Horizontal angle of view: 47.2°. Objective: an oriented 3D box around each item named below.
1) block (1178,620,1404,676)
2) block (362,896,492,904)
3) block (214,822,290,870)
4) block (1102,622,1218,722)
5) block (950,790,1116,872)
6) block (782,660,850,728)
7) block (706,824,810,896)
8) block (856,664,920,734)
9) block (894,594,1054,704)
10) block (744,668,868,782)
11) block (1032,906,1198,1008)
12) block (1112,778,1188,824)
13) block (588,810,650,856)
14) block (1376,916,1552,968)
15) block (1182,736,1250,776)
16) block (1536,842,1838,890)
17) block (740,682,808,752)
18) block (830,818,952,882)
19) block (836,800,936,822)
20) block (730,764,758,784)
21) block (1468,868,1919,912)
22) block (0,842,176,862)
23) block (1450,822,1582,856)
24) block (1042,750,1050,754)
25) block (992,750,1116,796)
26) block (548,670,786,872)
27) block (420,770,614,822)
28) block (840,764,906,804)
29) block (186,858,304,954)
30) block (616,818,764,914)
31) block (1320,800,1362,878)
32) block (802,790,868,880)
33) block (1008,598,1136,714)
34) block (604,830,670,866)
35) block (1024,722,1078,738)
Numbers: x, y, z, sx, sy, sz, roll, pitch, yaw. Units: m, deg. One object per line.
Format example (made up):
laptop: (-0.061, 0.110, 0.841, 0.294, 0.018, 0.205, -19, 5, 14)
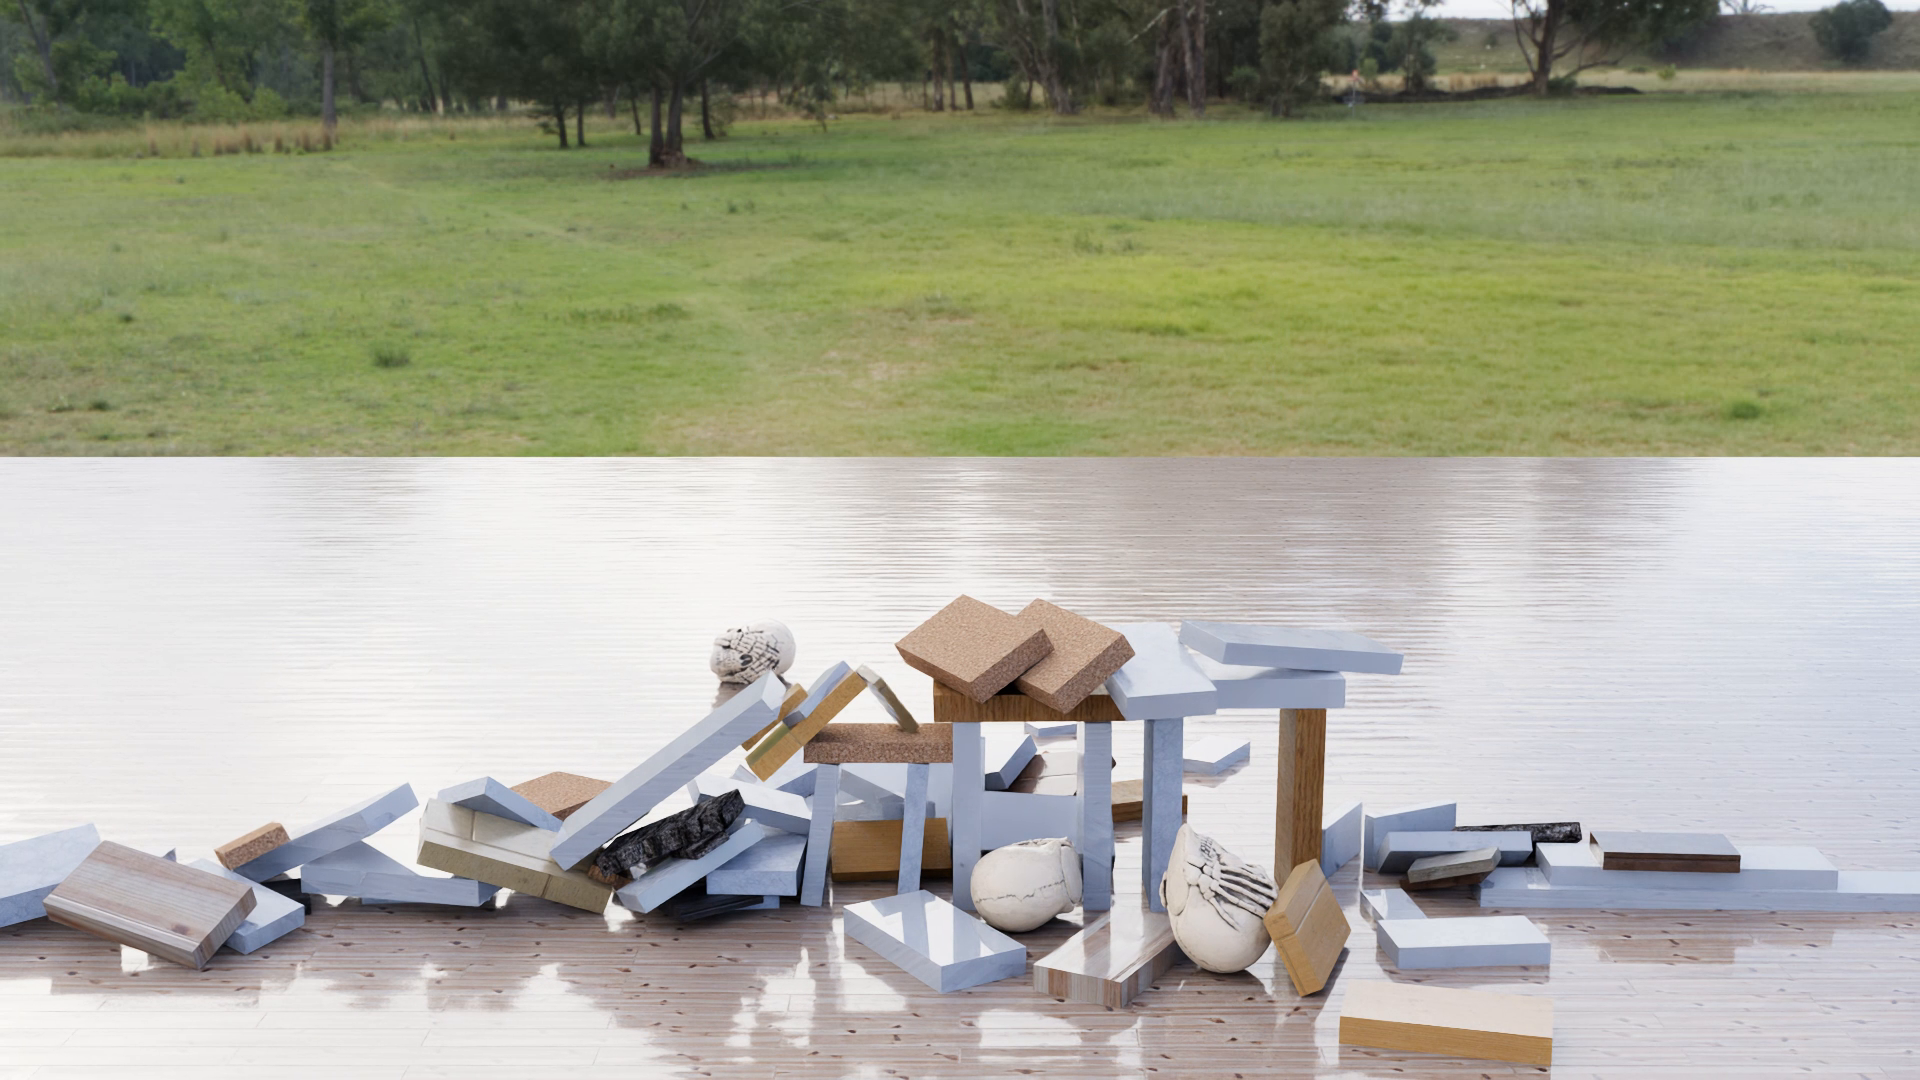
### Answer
block: (0.543, 0.176, 3.594, 0.364, 0.036, 0.127, 5, 12, -30)
block: (-0.885, 0.574, 3.675, 0.207, 0.029, 0.104, -1, 11, -4)
block: (-1.181, 0.509, 3.667, 0.104, 0.029, 0.207, -27, 5, -23)
block: (0.299, 0.207, 3.507, 0.143, 0.041, 0.286, -4, 20, -10)
block: (0.124, 0.503, 3.809, 0.279, 0.040, 0.139, 4, 38, -4)
block: (-0.234, 0.250, 3.575, 0.126, 0.018, 0.063, -48, 11, -36)
block: (-0.329, 0.525, 3.673, 0.144, 0.041, 0.289, 0, 10, 2)
block: (-0.118, 0.260, 3.602, 0.018, 0.126, 0.063, -43, 33, -12)
block: (0.020, 0.176, 3.622, 0.150, 0.042, 0.300, -36, 22, -16)
block: (-0.252, 0.298, 3.588, 0.229, 0.032, 0.114, -43, 9, -6)
block: (0.240, 0.630, 3.341, 0.143, 0.041, 0.286, 6, 12, 29)
block: (0.283, 0.490, 4.108, 0.254, 0.036, 0.127, -4, 11, -21)
block: (-0.567, 0.472, 3.655, 0.134, 0.019, 0.067, -35, 7, 12)
block: (0.778, 0.622, 3.405, 0.238, 0.034, 0.119, -1, 11, -5)
block: (0.508, 0.434, 4.441, 0.091, 0.026, 0.183, 6, 12, 30)
block: (1.206, 0.543, 3.662, 0.464, 0.034, 0.119, 1, 11, 3)
block: (-0.305, 0.288, 3.582, 0.134, 0.019, 0.067, -42, 9, -3)
block: (-0.121, 0.529, 3.760, 0.203, 0.029, 0.101, -1, 51, -7)
block: (-0.145, 0.471, 3.812, 0.101, 0.029, 0.236, 2, -8, -30)
block: (-0.434, 0.495, 3.799, 0.042, 0.147, 0.293, 39, 11, -3)
block: (1.294, 0.579, 3.644, 0.877, 0.031, 0.109, 0, 11, 2)
block: (-1.644, 0.559, 3.698, 0.598, 0.050, 0.177, 1, 11, 5)
block: (0.950, 0.521, 3.805, 0.219, 0.031, 0.109, -1, -23, -7)
block: (0.165, 0.472, 4.027, 0.130, 0.037, 0.261, -35, 20, -11)
block: (0.148, 0.443, 4.009, 0.261, 0.037, 0.130, -11, 28, 43)
block: (-0.476, 0.375, 3.589, 0.440, 0.041, 0.144, -36, 12, 10)
block: (-0.791, 0.501, 4.010, 0.177, 0.050, 0.354, 7, 12, 32)
block: (-0.087, 0.463, 3.998, 0.307, 0.040, 0.140, 23, 19, 20)
block: (-1.170, 0.579, 3.494, 0.237, 0.034, 0.118, 17, 24, 28)
block: (-0.435, 0.523, 3.549, 0.229, 0.032, 0.114, -31, 9, -24)
block: (0.652, 0.518, 3.806, 0.026, 0.091, 0.183, 6, 12, 29)
block: (-0.265, 0.523, 3.918, 0.147, 0.042, 0.474, 4, 11, 23)
block: (0.147, 0.184, 3.558, 0.150, 0.042, 0.300, -39, 23, -14)
block: (-0.628, 0.538, 3.857, 0.237, 0.034, 0.118, 7, 13, 34)
block: (0.210, 0.394, 4.672, 0.133, 0.019, 0.067, -5, 12, -25)
